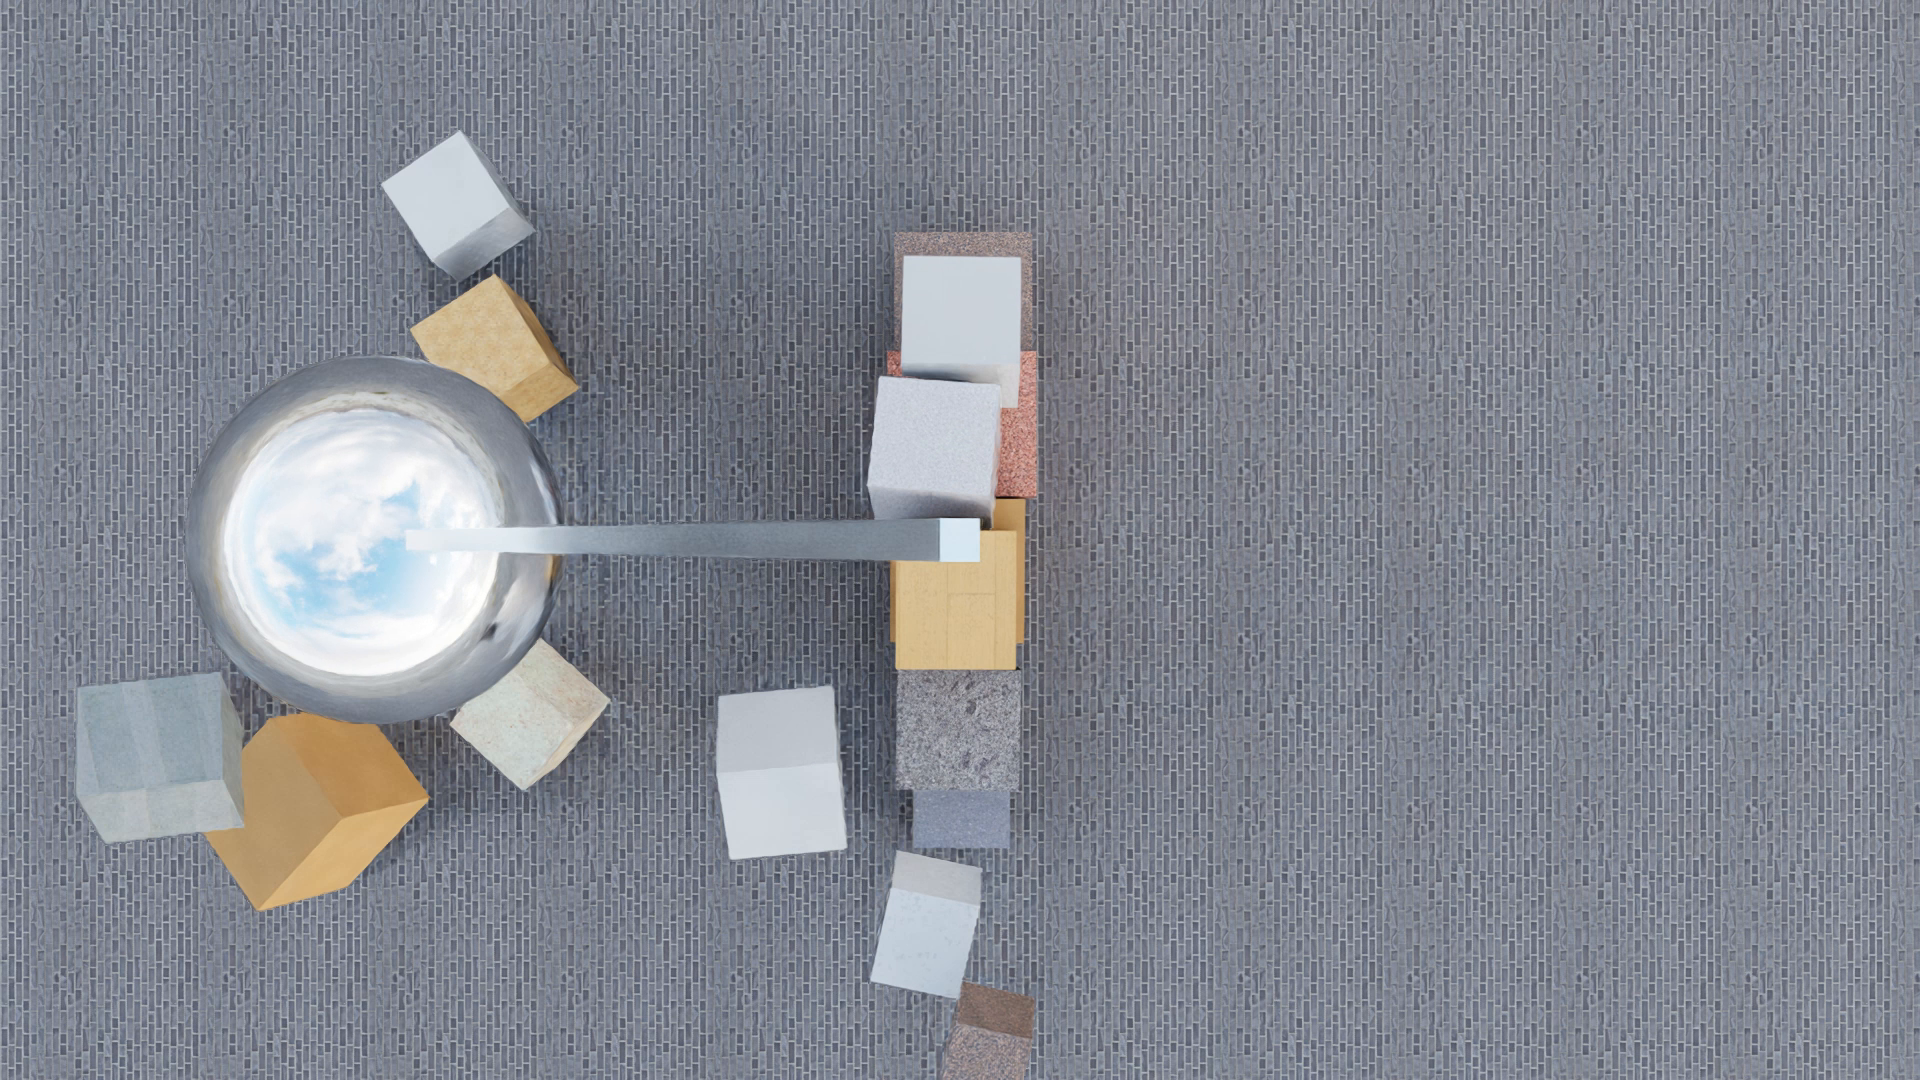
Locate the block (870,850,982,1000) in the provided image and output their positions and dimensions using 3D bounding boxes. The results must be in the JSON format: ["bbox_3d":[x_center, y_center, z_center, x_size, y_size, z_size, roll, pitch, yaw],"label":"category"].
[{"bbox_3d":[-0.157,1.815,10.403,0.418,0.447,0.480,12,105,-2],"label":"block"}]

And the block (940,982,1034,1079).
[{"bbox_3d":[0.122,2.304,9.992,0.345,0.394,0.389,13,106,0],"label":"block"}]

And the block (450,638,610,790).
[{"bbox_3d":[-2.470,0.993,12.661,0.567,0.492,0.539,41,110,3],"label":"block"}]

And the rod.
[{"bbox_3d":[-1.086,0.000,6.423,0.080,5.200,0.080,0,90,-25],"label":"rod"}]

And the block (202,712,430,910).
[{"bbox_3d":[-3.666,1.493,12.412,0.810,0.762,0.711,-45,75,19],"label":"block"}]

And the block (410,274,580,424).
[{"bbox_3d":[-2.664,-1.039,12.641,0.577,0.603,0.626,-33,78,0],"label":"block"}]

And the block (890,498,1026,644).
[{"bbox_3d":[-0.014,0.169,12.571,0.742,0.858,0.795,0,90,0],"label":"block"}]

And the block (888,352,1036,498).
[{"bbox_3d":[0.010,-0.650,12.642,0.833,0.715,0.812,0,90,0],"label":"block"}]

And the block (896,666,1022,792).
[{"bbox_3d":[-0.009,1.021,12.049,0.658,0.673,0.648,1,88,0],"label":"block"}]

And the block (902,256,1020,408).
[{"bbox_3d":[0.008,-1.129,12.000,0.629,0.586,0.629,1,70,0],"label":"block"}]

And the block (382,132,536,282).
[{"bbox_3d":[-2.889,-1.917,12.697,0.541,0.534,0.540,-34,82,0],"label":"block"}]

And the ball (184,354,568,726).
[{"bbox_3d":[-2.507,0.000,9.512,1.600,1.600,1.600,0,90,0],"label":"ball"}]

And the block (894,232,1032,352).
[{"bbox_3d":[0.018,-1.400,12.691,0.777,0.617,0.670,0,90,0],"label":"block"}]

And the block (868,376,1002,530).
[{"bbox_3d":[-0.127,-0.460,11.878,0.641,0.624,0.617,5,73,3],"label":"block"}]

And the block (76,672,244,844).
[{"bbox_3d":[-3.963,1.086,10.927,0.669,0.613,0.577,-6,62,-11],"label":"block"}]

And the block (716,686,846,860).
[{"bbox_3d":[-0.889,1.158,10.975,0.580,0.589,0.567,-5,126,-2],"label":"block"}]

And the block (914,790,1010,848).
[{"bbox_3d":[0.011,1.461,12.690,0.540,0.620,0.548,0,90,0],"label":"block"}]

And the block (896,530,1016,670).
[{"bbox_3d":[-0.021,0.313,11.805,0.626,0.676,0.725,0,90,0],"label":"block"}]
